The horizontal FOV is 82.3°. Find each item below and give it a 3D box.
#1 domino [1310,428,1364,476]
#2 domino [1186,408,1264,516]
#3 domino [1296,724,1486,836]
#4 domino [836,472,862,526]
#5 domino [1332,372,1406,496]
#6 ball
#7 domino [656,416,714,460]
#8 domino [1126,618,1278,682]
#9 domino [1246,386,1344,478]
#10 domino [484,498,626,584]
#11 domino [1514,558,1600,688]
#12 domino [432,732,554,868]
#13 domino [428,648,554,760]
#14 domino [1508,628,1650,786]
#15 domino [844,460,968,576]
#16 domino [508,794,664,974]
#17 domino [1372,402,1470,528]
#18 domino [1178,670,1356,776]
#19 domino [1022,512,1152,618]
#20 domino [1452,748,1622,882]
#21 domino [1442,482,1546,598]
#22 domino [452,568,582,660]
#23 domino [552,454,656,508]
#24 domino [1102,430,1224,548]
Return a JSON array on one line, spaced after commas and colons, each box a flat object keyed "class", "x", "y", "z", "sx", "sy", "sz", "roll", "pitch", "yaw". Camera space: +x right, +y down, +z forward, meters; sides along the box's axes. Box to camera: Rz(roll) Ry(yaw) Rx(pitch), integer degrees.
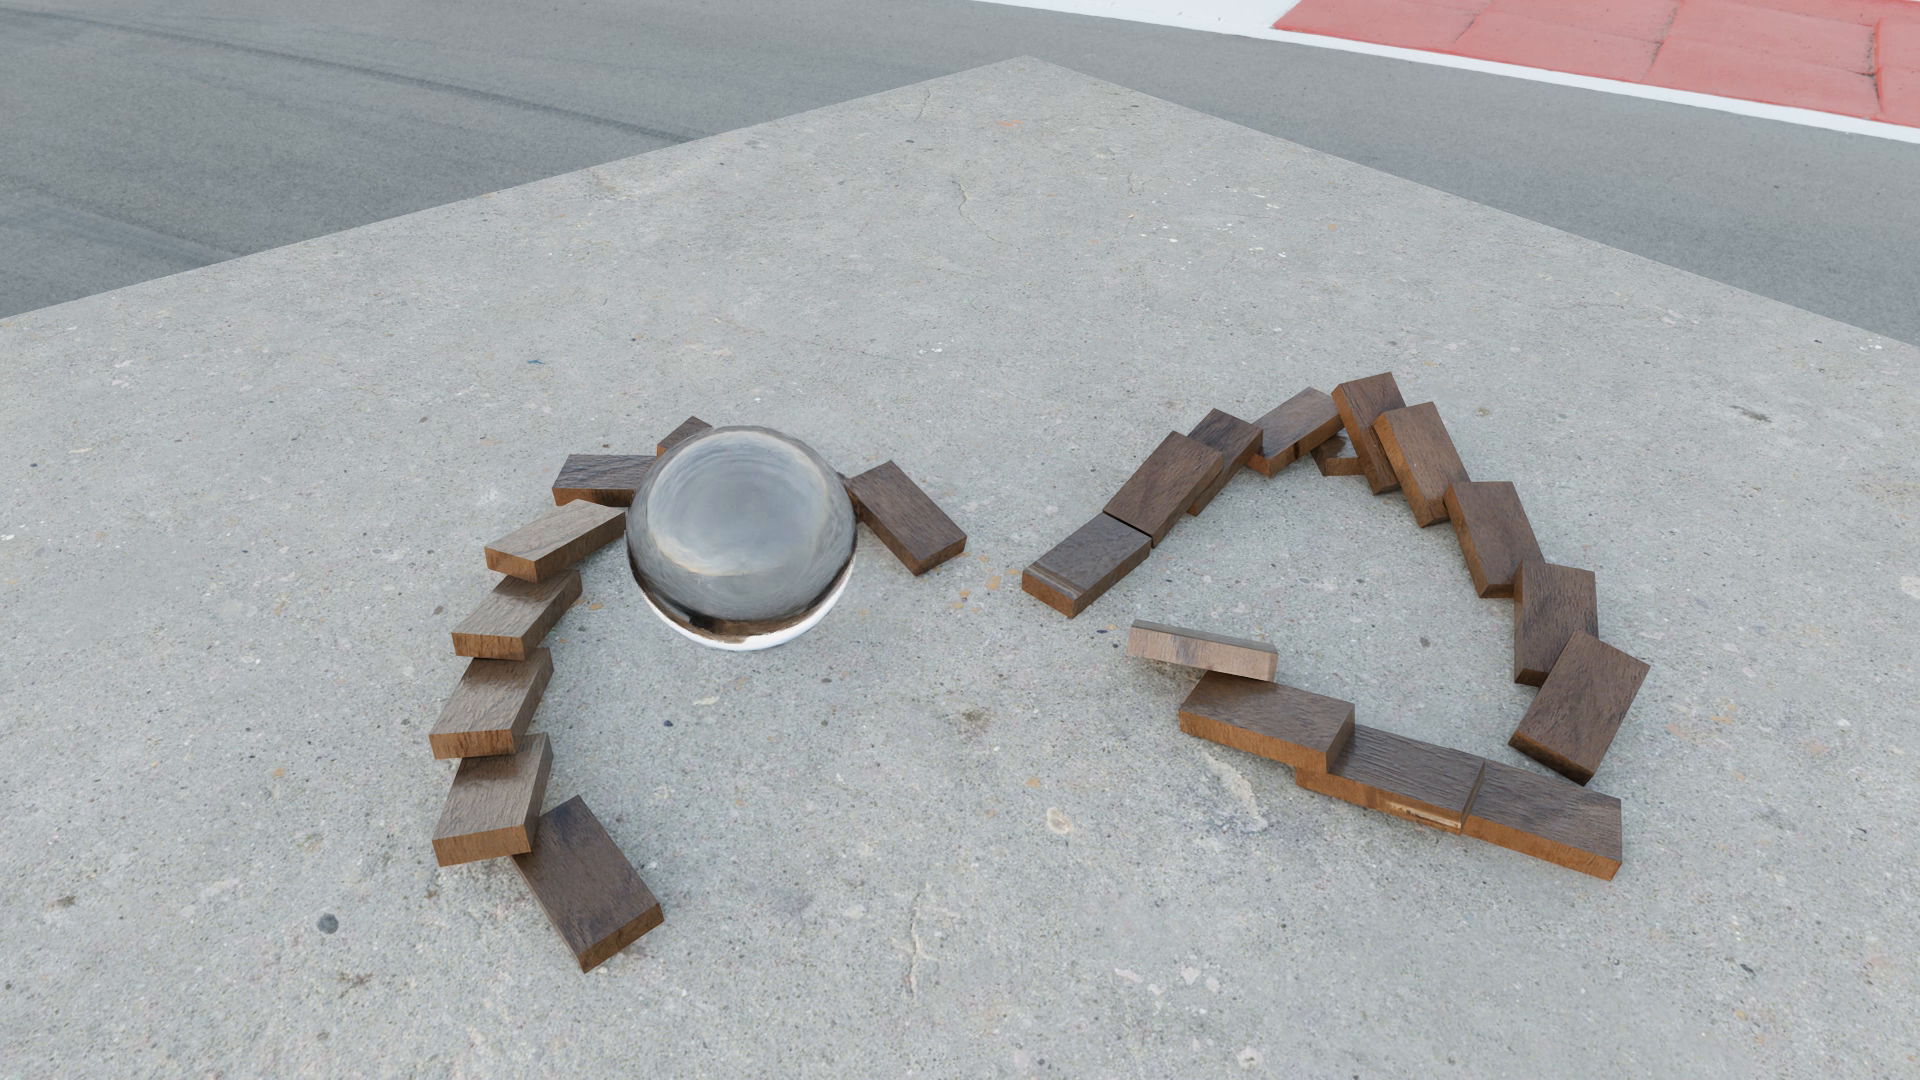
[{"class": "domino", "x": 0.184, "y": -0.041, "z": 0.493, "sx": 0.050, "sy": 0.009, "sz": 0.025, "roll": -2, "pitch": 39, "yaw": -2}, {"class": "domino", "x": 0.106, "y": -0.034, "z": 0.475, "sx": 0.025, "sy": 0.009, "sz": 0.050, "roll": 31, "pitch": 63, "yaw": 32}, {"class": "domino", "x": 0.134, "y": 0.073, "z": 0.345, "sx": 0.050, "sy": 0.010, "sz": 0.025, "roll": 12, "pitch": 39, "yaw": 36}, {"class": "domino", "x": -0.063, "y": -0.021, "z": 0.461, "sx": 0.050, "sy": 0.010, "sz": 0.025, "roll": 31, "pitch": 47, "yaw": 15}, {"class": "domino", "x": 0.184, "y": -0.047, "z": 0.478, "sx": 0.025, "sy": 0.009, "sz": 0.050, "roll": -14, "pitch": 73, "yaw": -9}, {"class": "ball", "x": -0.076, "y": -0.001, "z": 0.389, "sx": 0.080, "sy": 0.080, "sz": 0.080, "roll": 0, "pitch": 39, "yaw": 0}, {"class": "domino", "x": -0.102, "y": -0.033, "z": 0.475, "sx": 0.050, "sy": 0.010, "sz": 0.025, "roll": 27, "pitch": 45, "yaw": 10}, {"class": "domino", "x": 0.085, "y": 0.038, "z": 0.387, "sx": 0.050, "sy": 0.010, "sz": 0.025, "roll": 10, "pitch": 5, "yaw": 12}, {"class": "domino", "x": 0.148, "y": -0.049, "z": 0.493, "sx": 0.050, "sy": 0.009, "sz": 0.025, "roll": -32, "pitch": 41, "yaw": -16}, {"class": "domino", "x": -0.159, "y": 0.000, "z": 0.434, "sx": 0.025, "sy": 0.010, "sz": 0.050, "roll": 14, "pitch": 29, "yaw": 21}, {"class": "domino", "x": 0.215, "y": 0.031, "z": 0.398, "sx": 0.025, "sy": 0.009, "sz": 0.050, "roll": 11, "pitch": 53, "yaw": 13}, {"class": "domino", "x": -0.142, "y": 0.078, "z": 0.337, "sx": 0.025, "sy": 0.009, "sz": 0.050, "roll": -8, "pitch": 23, "yaw": -9}, {"class": "domino", "x": -0.156, "y": 0.054, "z": 0.369, "sx": 0.025, "sy": 0.009, "sz": 0.050, "roll": -3, "pitch": 25, "yaw": -4}, {"class": "domino", "x": 0.207, "y": 0.055, "z": 0.367, "sx": 0.025, "sy": 0.010, "sz": 0.050, "roll": 32, "pitch": 60, "yaw": 25}, {"class": "domino", "x": -0.023, "y": -0.009, "z": 0.446, "sx": 0.025, "sy": 0.010, "sz": 0.050, "roll": -28, "pitch": 59, "yaw": -32}, {"class": "domino", "x": -0.111, "y": 0.099, "z": 0.322, "sx": 0.025, "sy": 0.010, "sz": 0.050, "roll": -29, "pitch": 47, "yaw": -31}, {"class": "domino", "x": 0.197, "y": -0.032, "z": 0.463, "sx": 0.025, "sy": 0.009, "sz": 0.050, "roll": -13, "pitch": 72, "yaw": -15}, {"class": "domino", "x": 0.101, "y": 0.059, "z": 0.363, "sx": 0.050, "sy": 0.009, "sz": 0.025, "roll": 13, "pitch": 39, "yaw": 36}, {"class": "domino", "x": 0.050, "y": 0.009, "z": 0.432, "sx": 0.025, "sy": 0.010, "sz": 0.050, "roll": 30, "pitch": 48, "yaw": 32}, {"class": "domino", "x": 0.176, "y": 0.084, "z": 0.341, "sx": 0.050, "sy": 0.010, "sz": 0.025, "roll": 16, "pitch": 42, "yaw": 18}, {"class": "domino", "x": 0.212, "y": -0.001, "z": 0.435, "sx": 0.025, "sy": 0.010, "sz": 0.050, "roll": -1, "pitch": 54, "yaw": -1}, {"class": "domino", "x": -0.161, "y": 0.026, "z": 0.403, "sx": 0.025, "sy": 0.009, "sz": 0.050, "roll": 4, "pitch": 26, "yaw": 4}, {"class": "domino", "x": -0.147, "y": -0.026, "z": 0.475, "sx": 0.050, "sy": 0.010, "sz": 0.025, "roll": 1, "pitch": 39, "yaw": 1}, {"class": "domino", "x": 0.085, "y": -0.022, "z": 0.458, "sx": 0.025, "sy": 0.010, "sz": 0.050, "roll": 31, "pitch": 67, "yaw": 32}]
